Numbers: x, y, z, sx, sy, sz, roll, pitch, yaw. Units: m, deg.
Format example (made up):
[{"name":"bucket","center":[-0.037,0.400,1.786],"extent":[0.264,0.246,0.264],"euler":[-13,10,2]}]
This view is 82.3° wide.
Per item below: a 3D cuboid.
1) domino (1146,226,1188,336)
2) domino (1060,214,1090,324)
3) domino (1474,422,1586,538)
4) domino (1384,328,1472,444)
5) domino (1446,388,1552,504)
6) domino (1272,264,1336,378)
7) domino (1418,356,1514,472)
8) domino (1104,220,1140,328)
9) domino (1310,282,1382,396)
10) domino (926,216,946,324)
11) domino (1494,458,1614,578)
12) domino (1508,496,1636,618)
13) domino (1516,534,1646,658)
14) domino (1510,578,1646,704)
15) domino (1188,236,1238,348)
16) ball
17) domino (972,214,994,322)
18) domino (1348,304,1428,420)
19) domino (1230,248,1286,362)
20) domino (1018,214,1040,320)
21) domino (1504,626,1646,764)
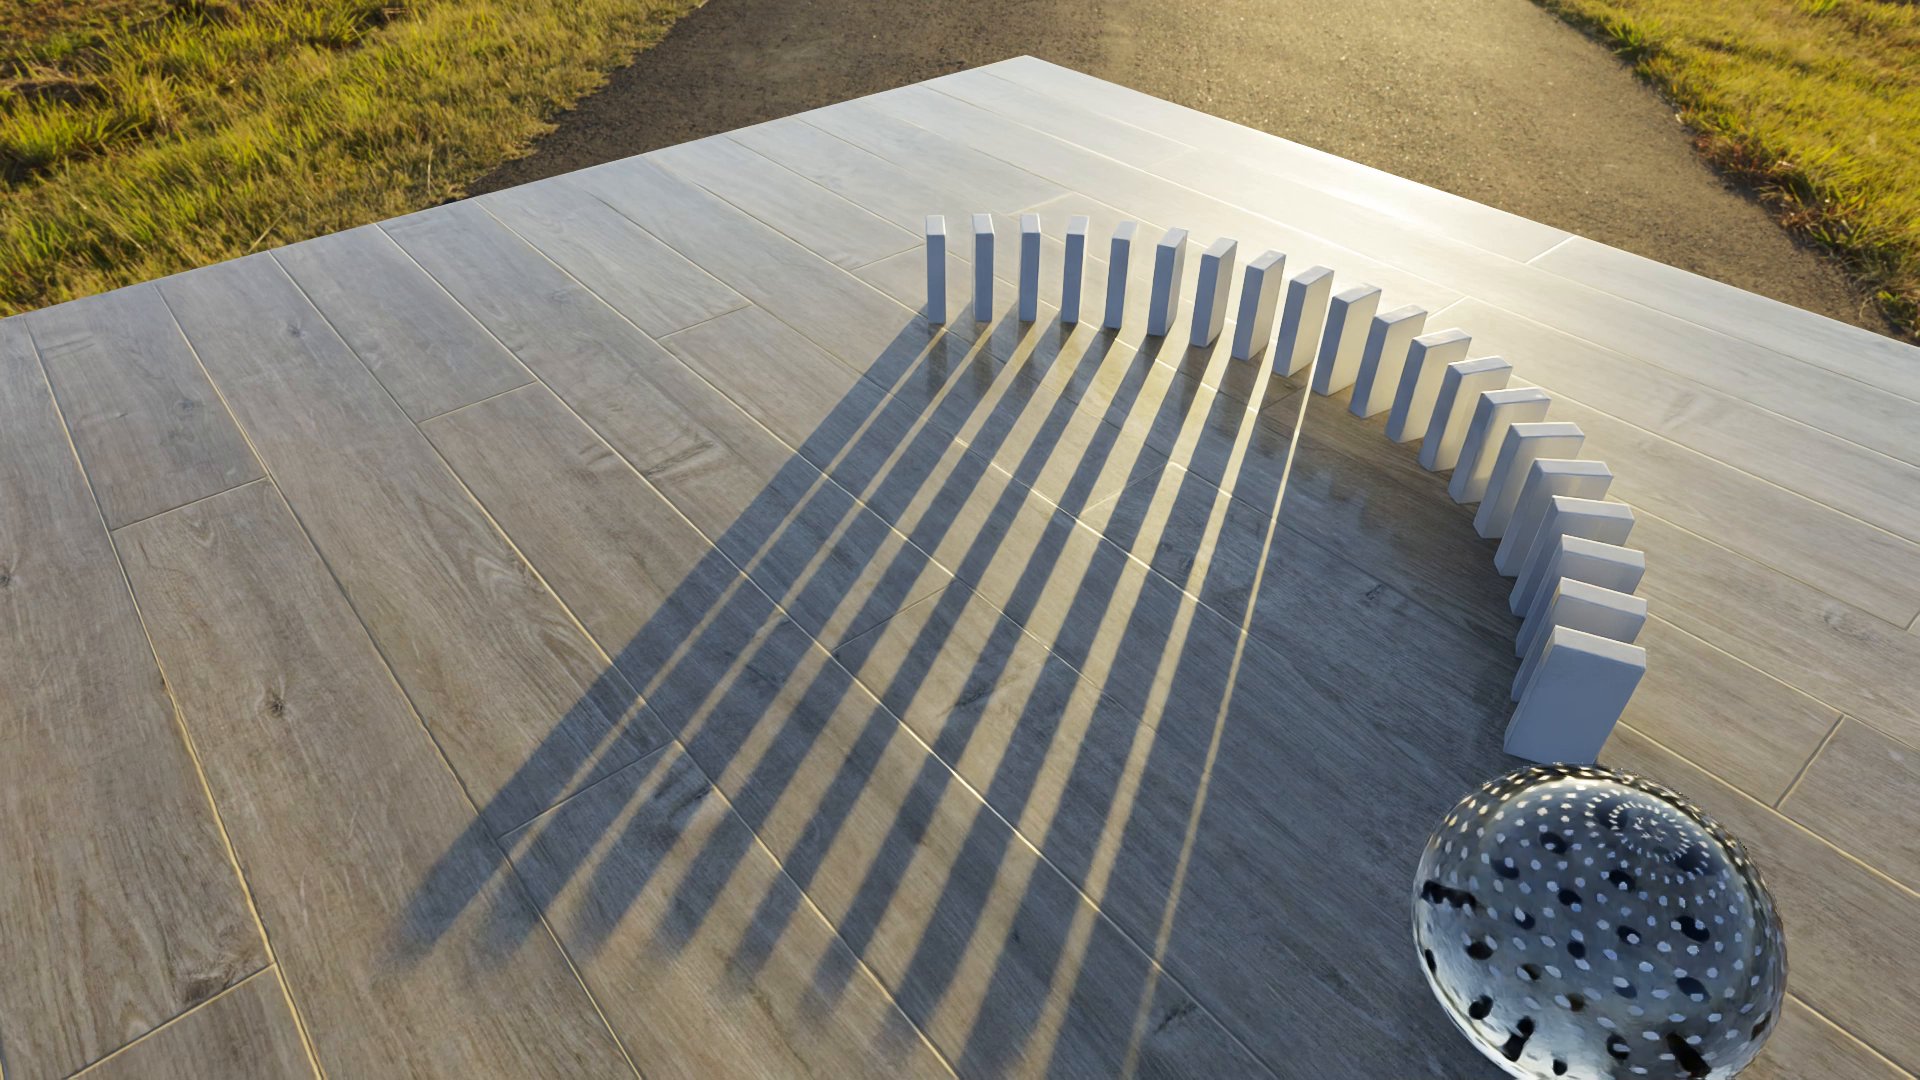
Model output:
[{"name":"domino","center":[0.109,-0.135,0.577],"extent":[0.010,0.050,0.025],"euler":[16,42,19]},{"name":"domino","center":[0.061,-0.145,0.588],"extent":[0.010,0.050,0.025],"euler":[7,40,8]},{"name":"domino","center":[0.227,-0.023,0.440],"extent":[0.025,0.050,0.010],"euler":[-1,39,-1]},{"name":"domino","center":[0.211,-0.069,0.496],"extent":[0.025,0.050,0.010],"euler":[-15,42,-18]},{"name":"domino","center":[0.224,-0.039,0.459],"extent":[0.025,0.050,0.010],"euler":[-6,40,-7]},{"name":"domino","center":[0.169,-0.108,0.543],"extent":[0.025,0.050,0.009],"euler":[-32,49,-33]},{"name":"domino","center":[0.219,-0.054,0.478],"extent":[0.025,0.050,0.010],"euler":[-10,40,-12]},{"name":"domino","center":[0.086,-0.141,0.583],"extent":[0.009,0.050,0.025],"euler":[11,41,14]},{"name":"domino","center":[0.186,-0.096,0.529],"extent":[0.025,0.050,0.009],"euler":[-26,46,-28]},{"name":"domino","center":[-0.013,-0.145,0.588],"extent":[0.010,0.050,0.025],"euler":[-2,39,-2]},{"name":"domino","center":[0.226,-0.007,0.421],"extent":[0.025,0.050,0.009],"euler":[3,39,4]},{"name":"domino","center":[0.222,0.008,0.402],"extent":[0.025,0.050,0.010],"euler":[8,40,9]},{"name":"domino","center":[0.215,0.023,0.383],"extent":[0.025,0.050,0.010],"euler":[14,41,17]},{"name":"domino","center":[0.205,0.038,0.366],"extent":[0.025,0.050,0.009],"euler":[17,42,20]},{"name":"domino","center":[0.131,-0.128,0.567],"extent":[0.010,0.050,0.025],"euler":[21,44,24]},{"name":"ball","center":[0.154,0.096,0.271],"extent":[0.080,0.080,0.080],"euler":[0,39,0]},{"name":"domino","center":[0.012,-0.146,0.589],"extent":[0.010,0.050,0.025],"euler":[-2,39,-3]},{"name":"domino","center":[0.199,-0.083,0.513],"extent":[0.025,0.050,0.010],"euler":[-20,43,-23]},{"name":"domino","center":[0.151,-0.119,0.556],"extent":[0.010,0.050,0.025],"euler":[27,46,29]},{"name":"domino","center":[0.037,-0.146,0.590],"extent":[0.009,0.050,0.025],"euler":[0,39,0]},{"name":"domino","center":[0.194,0.052,0.348],"extent":[0.025,0.050,0.010],"euler":[16,42,18]}]
